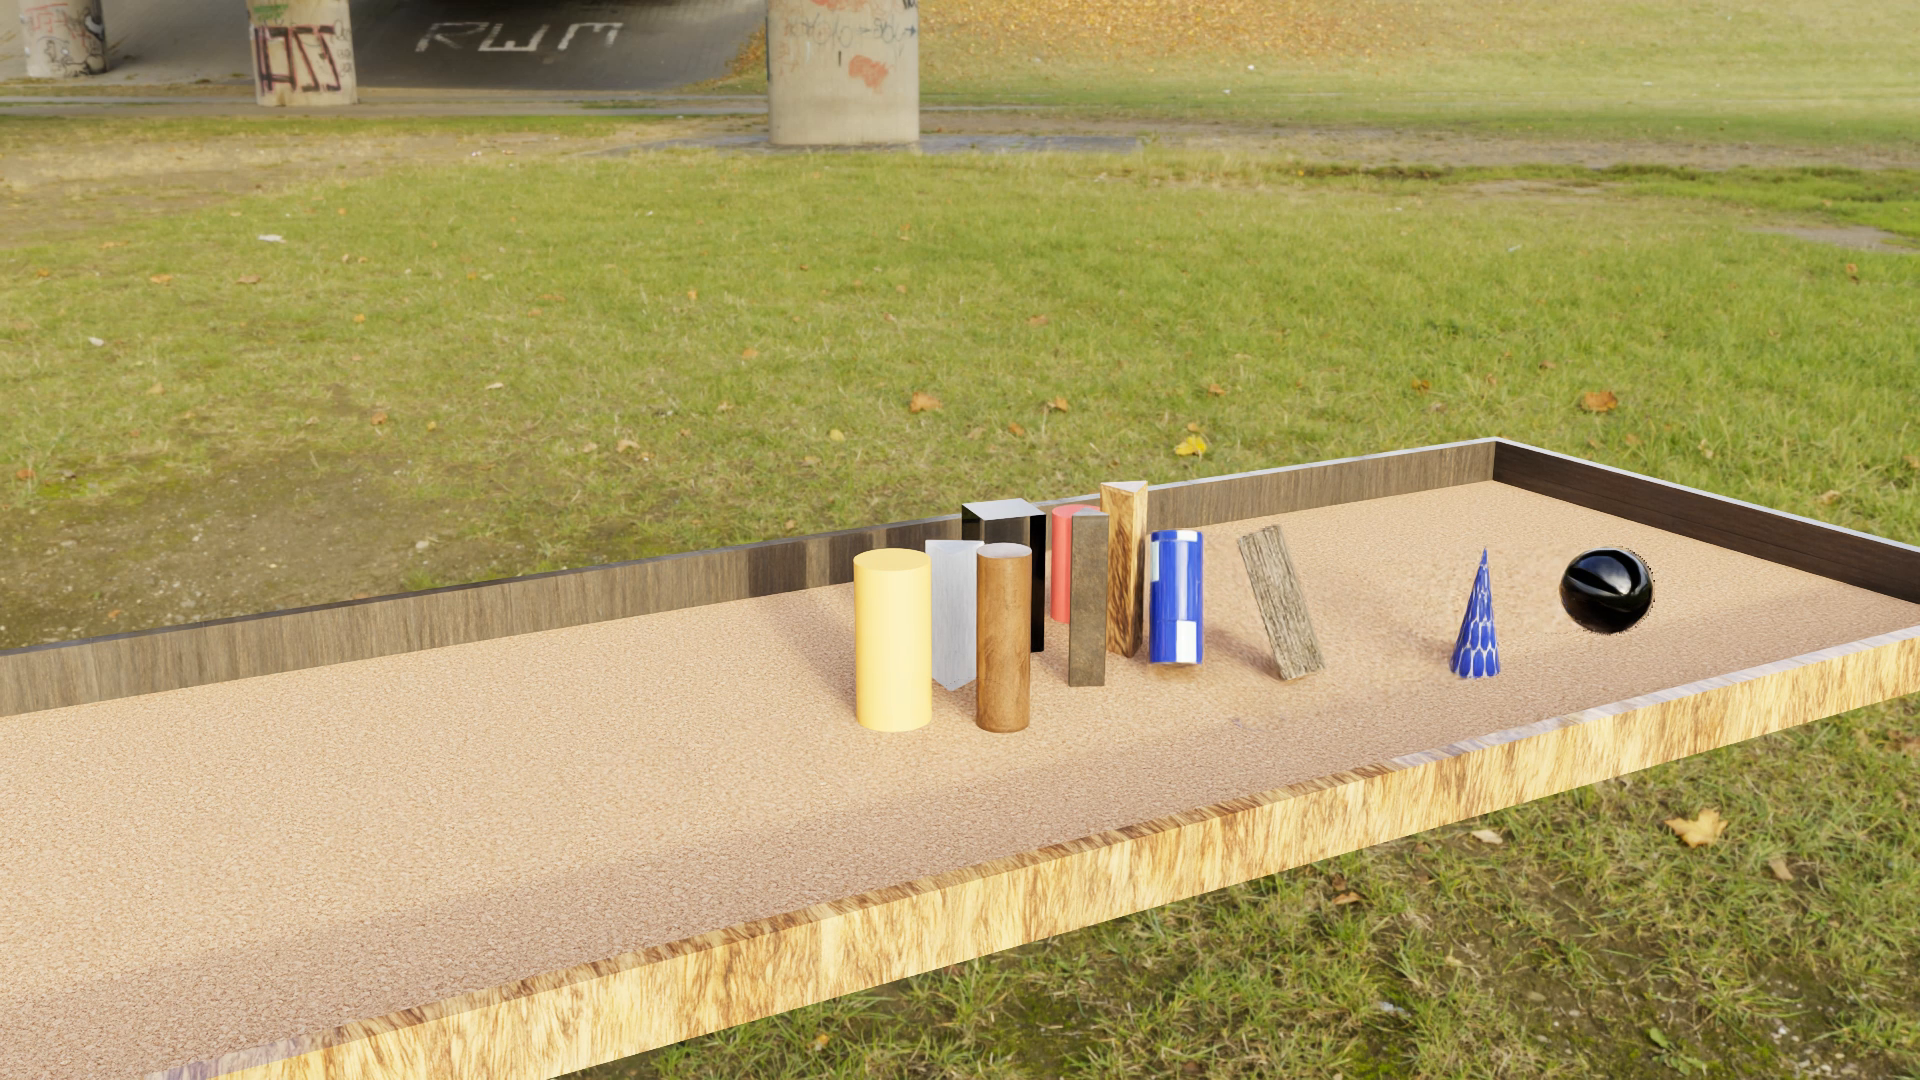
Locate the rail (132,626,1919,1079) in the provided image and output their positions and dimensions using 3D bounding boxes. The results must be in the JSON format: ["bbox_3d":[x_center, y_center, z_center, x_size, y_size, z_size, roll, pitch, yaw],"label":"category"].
[{"bbox_3d":[-2.336,1.006,1.665,12.000,0.150,0.050,-9,18,-27],"label":"rail"}]

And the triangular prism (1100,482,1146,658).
[{"bbox_3d":[0.445,0.071,4.318,0.107,0.448,0.124,-14,21,-39],"label":"triangular prism"}]

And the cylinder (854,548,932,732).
[{"bbox_3d":[-0.156,0.233,3.867,0.180,0.392,0.180,0,16,0],"label":"cylinder"}]

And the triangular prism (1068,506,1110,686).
[{"bbox_3d":[0.313,0.142,4.088,0.090,0.443,0.078,-1,16,-3],"label":"triangular prism"}]

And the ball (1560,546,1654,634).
[{"bbox_3d":[1.533,0.119,3.913,0.207,0.207,0.207,0,16,0],"label":"ball"}]

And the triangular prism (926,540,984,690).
[{"bbox_3d":[-0.033,0.179,4.123,0.123,0.352,0.143,11,19,32],"label":"triangular prism"}]

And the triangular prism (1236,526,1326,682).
[{"bbox_3d":[0.809,0.159,4.167,0.110,0.373,0.095,-18,-4,8],"label":"triangular prism"}]

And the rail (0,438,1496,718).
[{"bbox_3d":[-3.305,0.497,3.399,12.000,0.150,0.050,-9,18,-27],"label":"rail"}]

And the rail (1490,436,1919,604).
[{"bbox_3d":[2.466,-0.048,5.253,0.050,0.150,2.100,-9,18,-27],"label":"rail"}]

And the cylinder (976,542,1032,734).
[{"bbox_3d":[0.101,0.228,3.829,0.127,0.424,0.127,0,16,0],"label":"cylinder"}]

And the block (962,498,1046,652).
[{"bbox_3d":[0.113,0.099,4.350,0.170,0.376,0.170,-6,17,-19],"label":"block"}]

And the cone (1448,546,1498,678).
[{"bbox_3d":[1.315,0.171,4.176,0.123,0.336,0.123,0,16,0],"label":"cone"}]

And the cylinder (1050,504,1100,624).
[{"bbox_3d":[0.328,0.067,4.589,0.149,0.303,0.149,0,16,0],"label":"cylinder"}]

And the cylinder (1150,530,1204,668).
[{"bbox_3d":[0.552,0.151,4.204,0.135,0.334,0.135,2,-10,0],"label":"cylinder"}]
